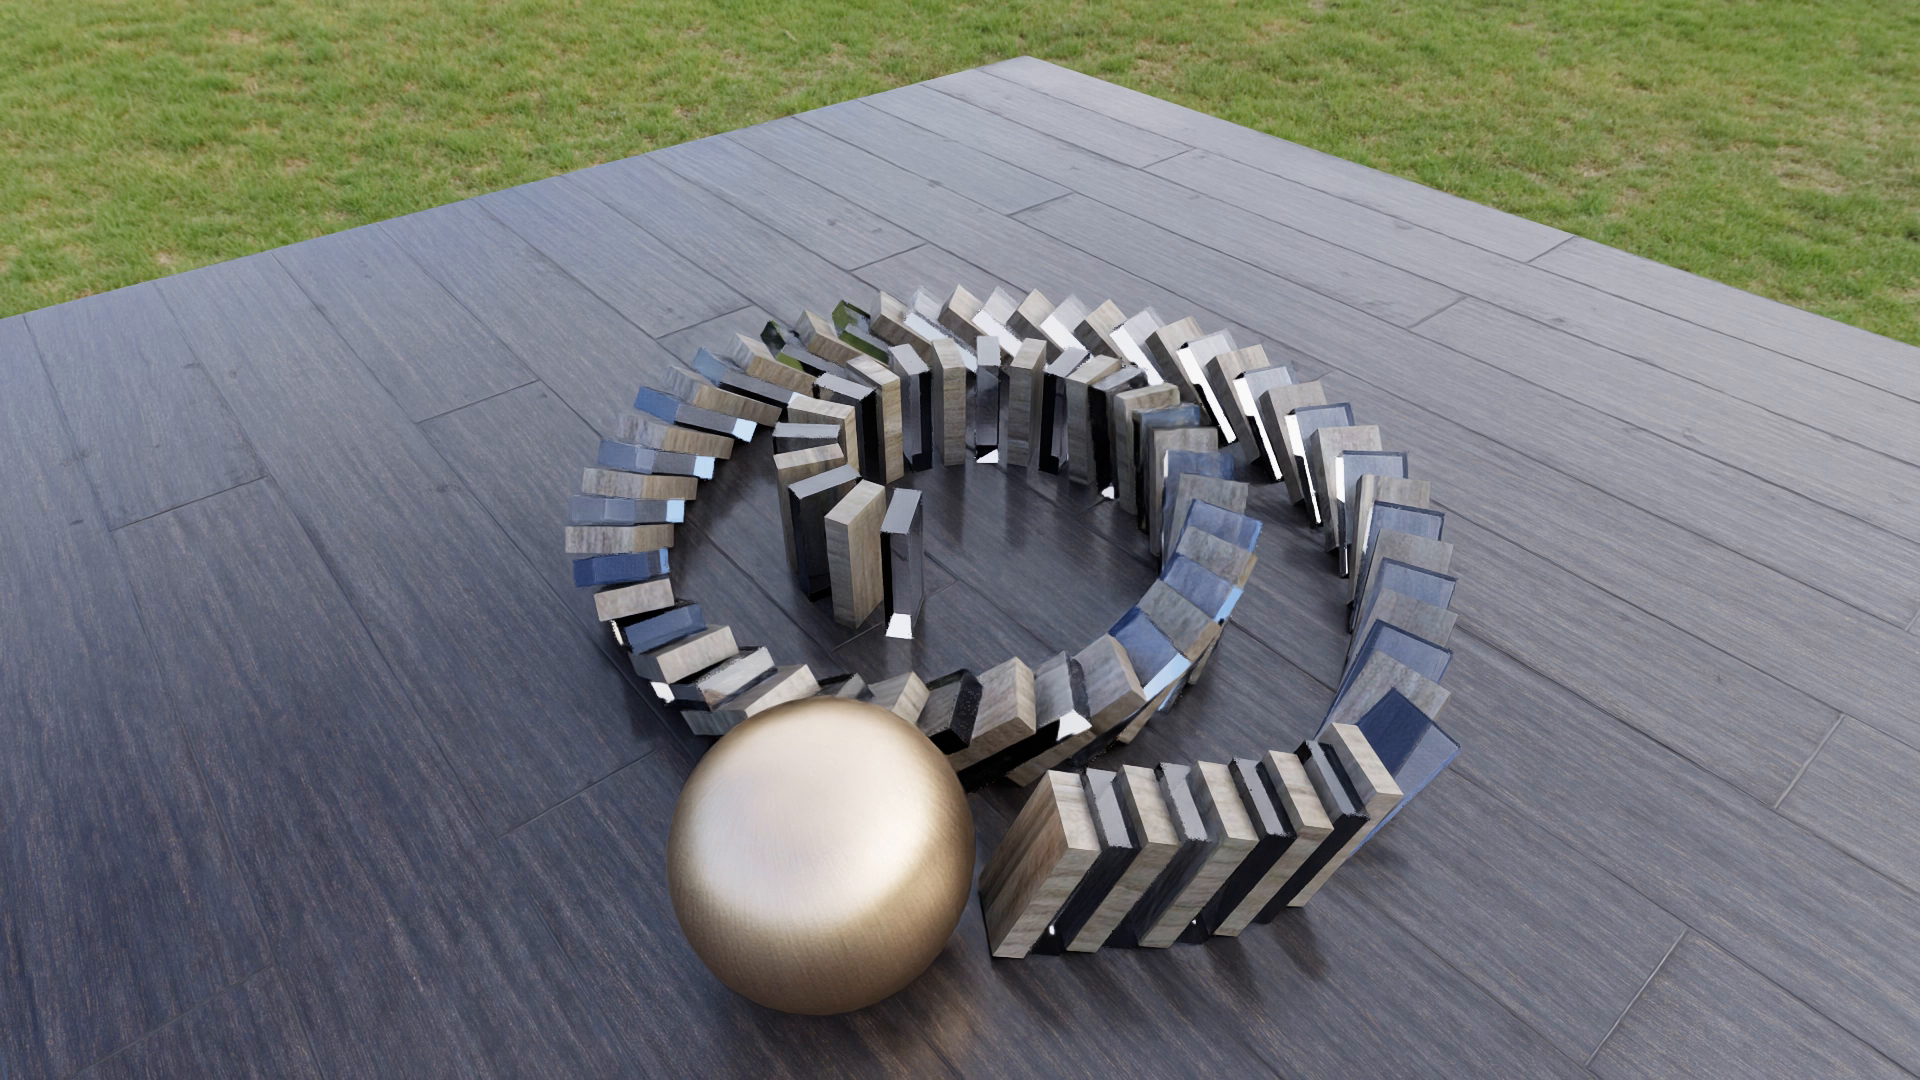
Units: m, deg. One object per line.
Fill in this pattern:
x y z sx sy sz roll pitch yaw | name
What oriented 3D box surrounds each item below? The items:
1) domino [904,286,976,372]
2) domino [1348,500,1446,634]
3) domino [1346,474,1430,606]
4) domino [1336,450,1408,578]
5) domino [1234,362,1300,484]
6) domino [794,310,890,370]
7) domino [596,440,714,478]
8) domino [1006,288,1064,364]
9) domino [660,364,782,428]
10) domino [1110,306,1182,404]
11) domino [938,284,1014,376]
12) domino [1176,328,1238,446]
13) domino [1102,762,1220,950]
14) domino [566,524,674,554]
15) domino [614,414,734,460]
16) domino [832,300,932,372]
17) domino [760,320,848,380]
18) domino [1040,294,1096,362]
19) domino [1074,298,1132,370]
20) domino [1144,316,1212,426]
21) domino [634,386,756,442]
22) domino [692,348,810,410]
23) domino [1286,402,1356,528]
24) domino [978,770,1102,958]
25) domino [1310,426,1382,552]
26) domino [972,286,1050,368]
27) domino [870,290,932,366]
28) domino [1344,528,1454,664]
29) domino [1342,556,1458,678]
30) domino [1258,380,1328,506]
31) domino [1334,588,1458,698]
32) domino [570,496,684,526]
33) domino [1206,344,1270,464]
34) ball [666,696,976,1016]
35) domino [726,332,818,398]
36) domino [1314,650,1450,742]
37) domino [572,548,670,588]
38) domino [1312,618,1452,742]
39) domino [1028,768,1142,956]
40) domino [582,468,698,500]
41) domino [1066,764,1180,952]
-0.004 -0.103 0.547 0.050 0.010 0.025 33 35 -19 | domino
0.161 0.012 0.406 0.025 0.009 0.050 12 77 13 | domino
0.164 0.001 0.420 0.025 0.009 0.050 7 76 8 | domino
0.163 -0.010 0.433 0.025 0.009 0.050 2 76 3 | domino
0.142 -0.052 0.485 0.025 0.010 0.050 -13 77 -16 | domino
-0.054 -0.093 0.535 0.050 0.010 0.025 21 26 -36 | domino
-0.127 -0.034 0.462 0.025 0.010 0.050 12 4 14 | domino
0.048 -0.099 0.542 0.050 0.010 0.025 42 44 -7 | domino
-0.108 -0.065 0.501 0.025 0.009 0.050 32 12 34 | domino
0.096 -0.085 0.526 0.025 0.009 0.050 -35 88 -35 | domino
0.014 -0.103 0.547 0.050 0.010 0.025 35 38 -15 | domino
0.123 -0.071 0.508 0.025 0.010 0.050 -21 80 -24 | domino
0.051 0.088 0.304 0.010 0.050 0.025 12 35 -20 | domino
-0.130 -0.001 0.422 0.025 0.010 0.050 0 2 2 | domino
-0.123 -0.044 0.476 0.025 0.009 0.050 17 6 20 | domino
-0.038 -0.097 0.540 0.050 0.009 0.025 24 29 -31 | domino
-0.069 -0.087 0.528 0.050 0.009 0.025 18 24 -40 | domino
0.065 -0.095 0.538 0.050 0.010 0.025 44 47 -4 | domino
0.080 -0.091 0.532 0.050 0.010 0.025 48 50 -2 | domino
0.111 -0.079 0.518 0.025 0.010 0.050 -26 82 -29 | domino
-0.117 -0.056 0.489 0.025 0.010 0.050 25 8 28 | domino
-0.096 -0.073 0.511 0.050 0.009 0.025 14 20 -49 | domino
0.155 -0.032 0.460 0.025 0.010 0.050 -7 76 -8 | domino
0.021 0.090 0.302 0.009 0.050 0.025 12 35 -20 | domino
0.160 -0.021 0.447 0.025 0.010 0.050 -3 76 -3 | domino
0.031 -0.101 0.545 0.050 0.010 0.025 39 42 -11 | domino
-0.021 -0.101 0.545 0.050 0.010 0.025 29 32 -25 | domino
0.157 0.023 0.393 0.025 0.010 0.050 15 78 17 | domino
0.151 0.034 0.381 0.025 0.010 0.050 18 79 21 | domino
0.149 -0.042 0.473 0.025 0.009 0.050 -10 76 -12 | domino
0.144 0.044 0.368 0.025 0.009 0.050 22 80 25 | domino
-0.131 -0.012 0.436 0.025 0.009 0.050 5 3 7 | domino
0.133 -0.062 0.497 0.025 0.009 0.050 -16 78 -20 | domino
-0.036 0.081 0.289 0.080 0.080 0.080 0 39 0 | ball
-0.083 -0.081 0.520 0.050 0.009 0.025 16 22 -44 | domino
0.128 0.062 0.345 0.025 0.010 0.050 34 85 31 | domino
-0.125 0.010 0.409 0.025 0.009 0.050 -6 2 -6 | domino
0.136 0.053 0.357 0.025 0.010 0.050 26 82 28 | domino
0.031 0.089 0.303 0.009 0.050 0.025 12 35 -20 | domino
-0.130 -0.023 0.449 0.025 0.009 0.050 8 3 10 | domino
0.041 0.088 0.304 0.010 0.050 0.025 12 35 -20 | domino
